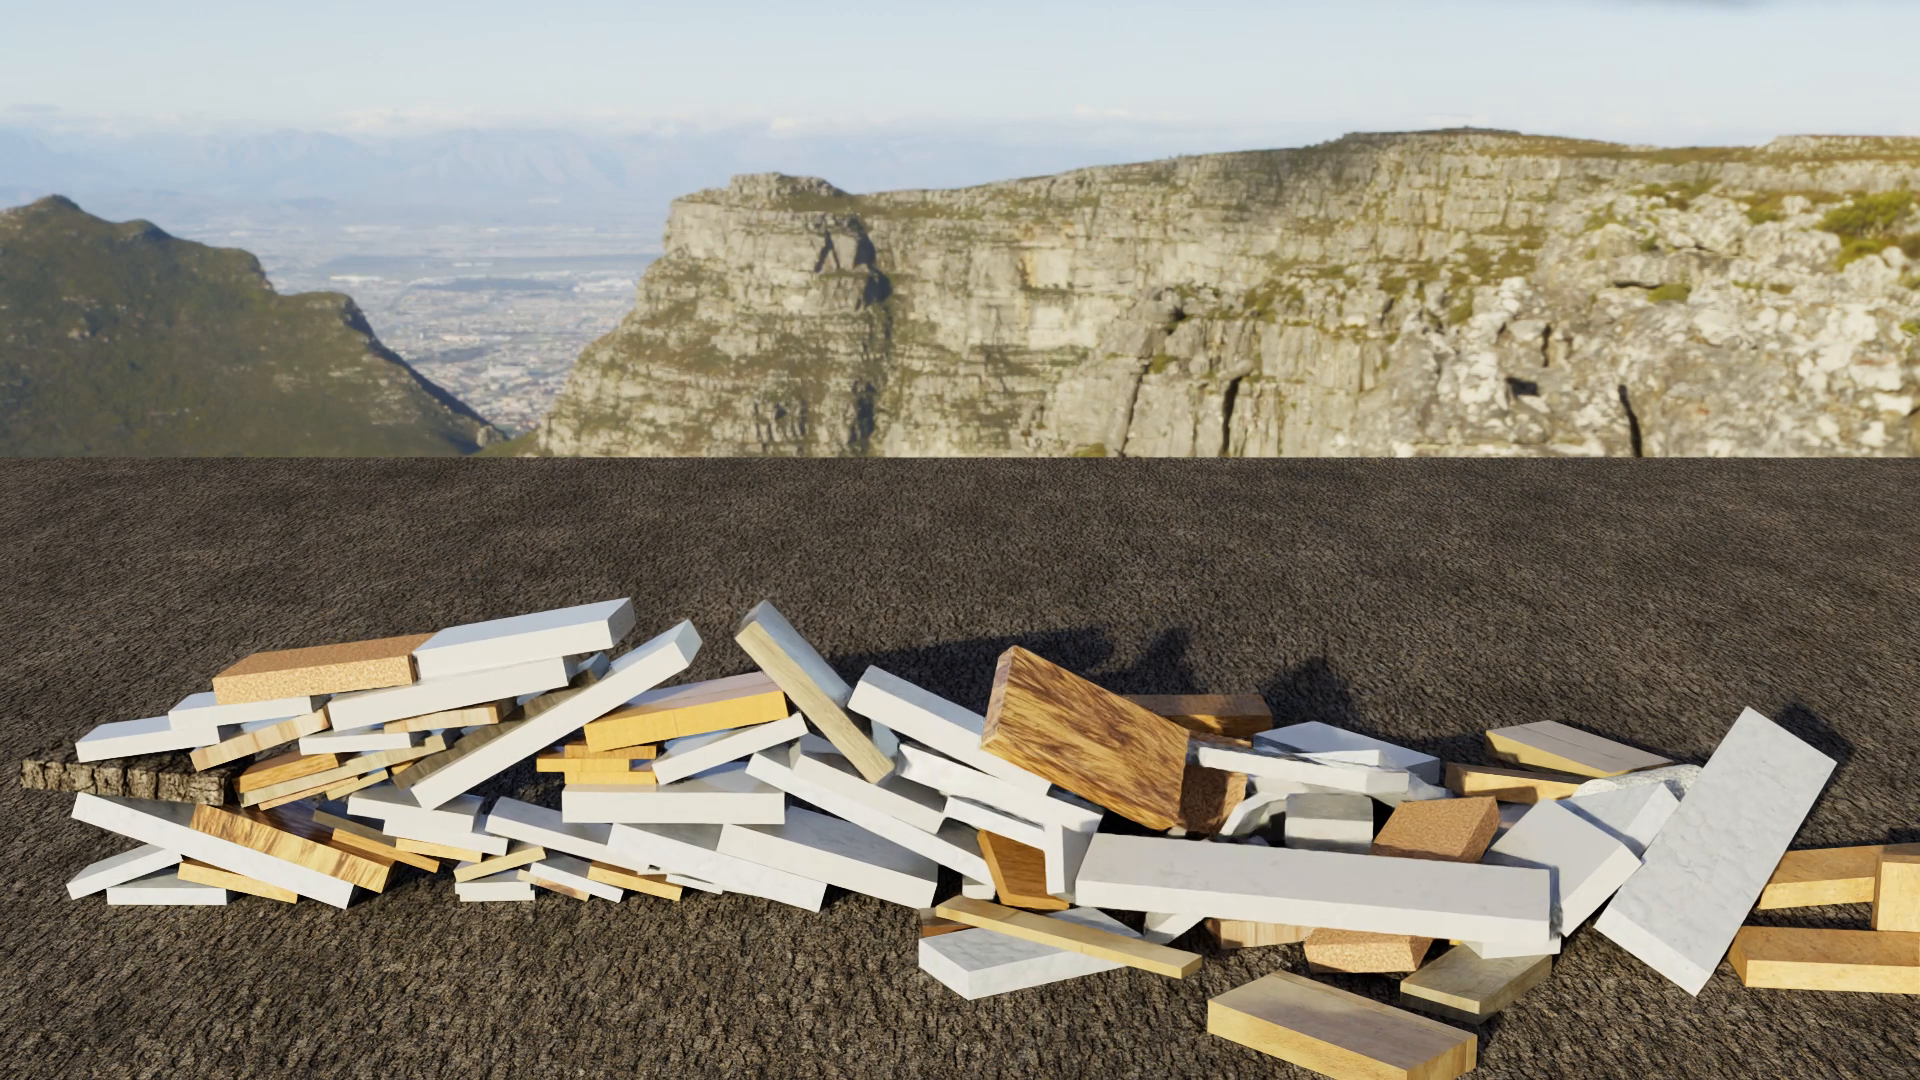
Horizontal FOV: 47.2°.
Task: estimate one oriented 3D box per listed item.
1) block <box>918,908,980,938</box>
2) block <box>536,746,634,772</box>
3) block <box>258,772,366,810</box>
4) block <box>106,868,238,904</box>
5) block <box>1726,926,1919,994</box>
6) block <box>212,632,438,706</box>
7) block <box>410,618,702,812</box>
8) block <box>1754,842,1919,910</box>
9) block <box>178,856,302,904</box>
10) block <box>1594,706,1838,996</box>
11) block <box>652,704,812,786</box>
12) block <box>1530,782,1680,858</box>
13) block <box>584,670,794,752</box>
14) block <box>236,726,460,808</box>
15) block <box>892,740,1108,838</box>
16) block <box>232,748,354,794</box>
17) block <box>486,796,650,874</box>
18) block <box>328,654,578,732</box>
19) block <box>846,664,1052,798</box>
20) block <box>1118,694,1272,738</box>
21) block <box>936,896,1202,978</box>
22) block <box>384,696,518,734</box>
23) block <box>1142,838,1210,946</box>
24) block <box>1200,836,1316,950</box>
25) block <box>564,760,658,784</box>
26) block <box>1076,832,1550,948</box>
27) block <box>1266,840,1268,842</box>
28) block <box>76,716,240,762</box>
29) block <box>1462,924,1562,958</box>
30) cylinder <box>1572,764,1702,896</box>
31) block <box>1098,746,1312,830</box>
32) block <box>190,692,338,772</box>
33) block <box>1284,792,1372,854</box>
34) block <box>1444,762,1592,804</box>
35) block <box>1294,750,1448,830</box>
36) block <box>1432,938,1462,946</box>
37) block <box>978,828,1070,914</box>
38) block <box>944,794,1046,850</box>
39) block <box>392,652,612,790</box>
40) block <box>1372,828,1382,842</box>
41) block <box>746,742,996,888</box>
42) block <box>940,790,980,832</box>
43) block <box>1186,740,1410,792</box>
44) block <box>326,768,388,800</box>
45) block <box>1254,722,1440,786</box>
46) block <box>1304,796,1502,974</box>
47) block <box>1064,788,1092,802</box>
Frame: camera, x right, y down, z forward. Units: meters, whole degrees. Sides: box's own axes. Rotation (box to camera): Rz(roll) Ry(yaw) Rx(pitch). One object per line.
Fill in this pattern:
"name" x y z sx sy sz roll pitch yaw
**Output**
"block" 0.037 0.609 3.501 0.200 0.024 0.086 -1 11 -6
"block" -0.616 0.360 3.622 0.149 0.021 0.075 0 11 -2
"block" -1.071 0.409 3.638 0.172 0.014 0.050 -17 11 4
"block" -1.303 0.577 3.663 0.196 0.028 0.098 0 11 1
"block" 1.323 0.634 3.321 0.294 0.042 0.147 1 11 7
"block" -1.030 0.210 3.595 0.325 0.046 0.162 -7 11 6
"block" -0.660 0.287 3.621 0.500 0.046 0.164 -29 9 6
"block" 1.996 0.545 3.797 1.428 0.042 0.147 -2 11 -11
"block" -1.185 0.554 3.658 0.196 0.028 0.098 13 10 -3
"block" 1.218 0.478 3.509 0.172 0.049 0.722 35 37 19
"block" -0.370 0.325 3.612 0.258 0.037 0.129 -20 10 5
"block" 1.011 0.484 3.588 0.159 0.045 0.318 -44 7 -26
"block" -0.439 0.277 3.610 0.328 0.046 0.164 -10 10 3
"block" -1.008 0.367 3.631 0.359 0.026 0.092 -16 11 6
"block" 0.069 0.419 3.669 0.350 0.050 0.175 19 -1 7
"block" -1.094 0.368 3.620 0.185 0.026 0.092 -15 11 9
"block" -0.641 0.487 3.641 0.271 0.029 0.101 15 10 -4
"block" -0.816 0.231 3.562 0.375 0.046 0.162 -11 10 -2
"block" -0.008 0.314 3.627 0.350 0.050 0.175 25 6 1
"block" 0.480 0.375 4.691 0.347 0.049 0.173 0 11 -1
"block" 0.160 0.599 3.335 0.442 0.017 0.060 8 13 35
"block" -0.825 0.278 3.561 0.191 0.027 0.095 -6 12 9
"block" 0.350 0.561 3.486 0.111 0.031 0.221 -39 7 19
"block" 0.460 0.571 3.580 0.166 0.047 0.332 -5 14 -8
"block" -0.570 0.382 3.624 0.149 0.021 0.075 0 11 1
"block" 0.534 0.528 3.340 0.697 0.043 0.153 3 21 14
"block" 0.517 0.522 3.971 0.079 0.022 0.158 1 11 7
"block" -1.316 0.319 3.613 0.229 0.032 0.114 -8 11 -1
"block" 0.819 0.584 3.411 0.124 0.035 0.248 -2 11 -10
"cylinder" 1.159 0.486 3.692 0.196 0.196 0.196 -5 12 -27
"block" 0.436 0.443 3.953 0.347 0.049 0.173 -9 10 -15
"block" -1.138 0.315 3.621 0.229 0.032 0.114 -19 10 2
"block" 0.617 0.515 3.686 0.141 0.141 0.141 2 11 10
"block" 1.075 0.460 4.070 0.318 0.045 0.159 7 0 0
"block" 0.711 0.430 3.772 0.153 0.043 0.307 -8 -26 34
"block" 0.792 0.593 3.557 0.124 0.035 0.248 4 11 19
"block" 0.101 0.532 3.549 0.104 0.030 0.209 11 22 -17
"block" 0.080 0.463 3.572 0.209 0.030 0.104 19 -1 5
"block" -0.756 0.299 3.627 0.390 0.027 0.095 -29 10 10
"block" 0.735 0.524 3.860 0.079 0.022 0.158 -4 -3 -21
"block" -0.121 0.451 3.628 0.481 0.037 0.129 26 10 -4
"block" 0.037 0.476 3.713 0.172 0.086 0.024 17 54 -2
"block" 0.506 0.372 3.662 0.111 0.031 0.503 6 -1 -42
"block" -0.998 0.400 3.636 0.101 0.014 0.050 -21 12 -15
"block" 0.765 0.434 4.378 0.172 0.049 0.344 -7 13 -35
"block" 0.708 0.539 3.480 0.166 0.047 0.502 -8 15 31
"block" 0.184 0.462 3.957 0.218 0.031 0.109 -36 18 -7
